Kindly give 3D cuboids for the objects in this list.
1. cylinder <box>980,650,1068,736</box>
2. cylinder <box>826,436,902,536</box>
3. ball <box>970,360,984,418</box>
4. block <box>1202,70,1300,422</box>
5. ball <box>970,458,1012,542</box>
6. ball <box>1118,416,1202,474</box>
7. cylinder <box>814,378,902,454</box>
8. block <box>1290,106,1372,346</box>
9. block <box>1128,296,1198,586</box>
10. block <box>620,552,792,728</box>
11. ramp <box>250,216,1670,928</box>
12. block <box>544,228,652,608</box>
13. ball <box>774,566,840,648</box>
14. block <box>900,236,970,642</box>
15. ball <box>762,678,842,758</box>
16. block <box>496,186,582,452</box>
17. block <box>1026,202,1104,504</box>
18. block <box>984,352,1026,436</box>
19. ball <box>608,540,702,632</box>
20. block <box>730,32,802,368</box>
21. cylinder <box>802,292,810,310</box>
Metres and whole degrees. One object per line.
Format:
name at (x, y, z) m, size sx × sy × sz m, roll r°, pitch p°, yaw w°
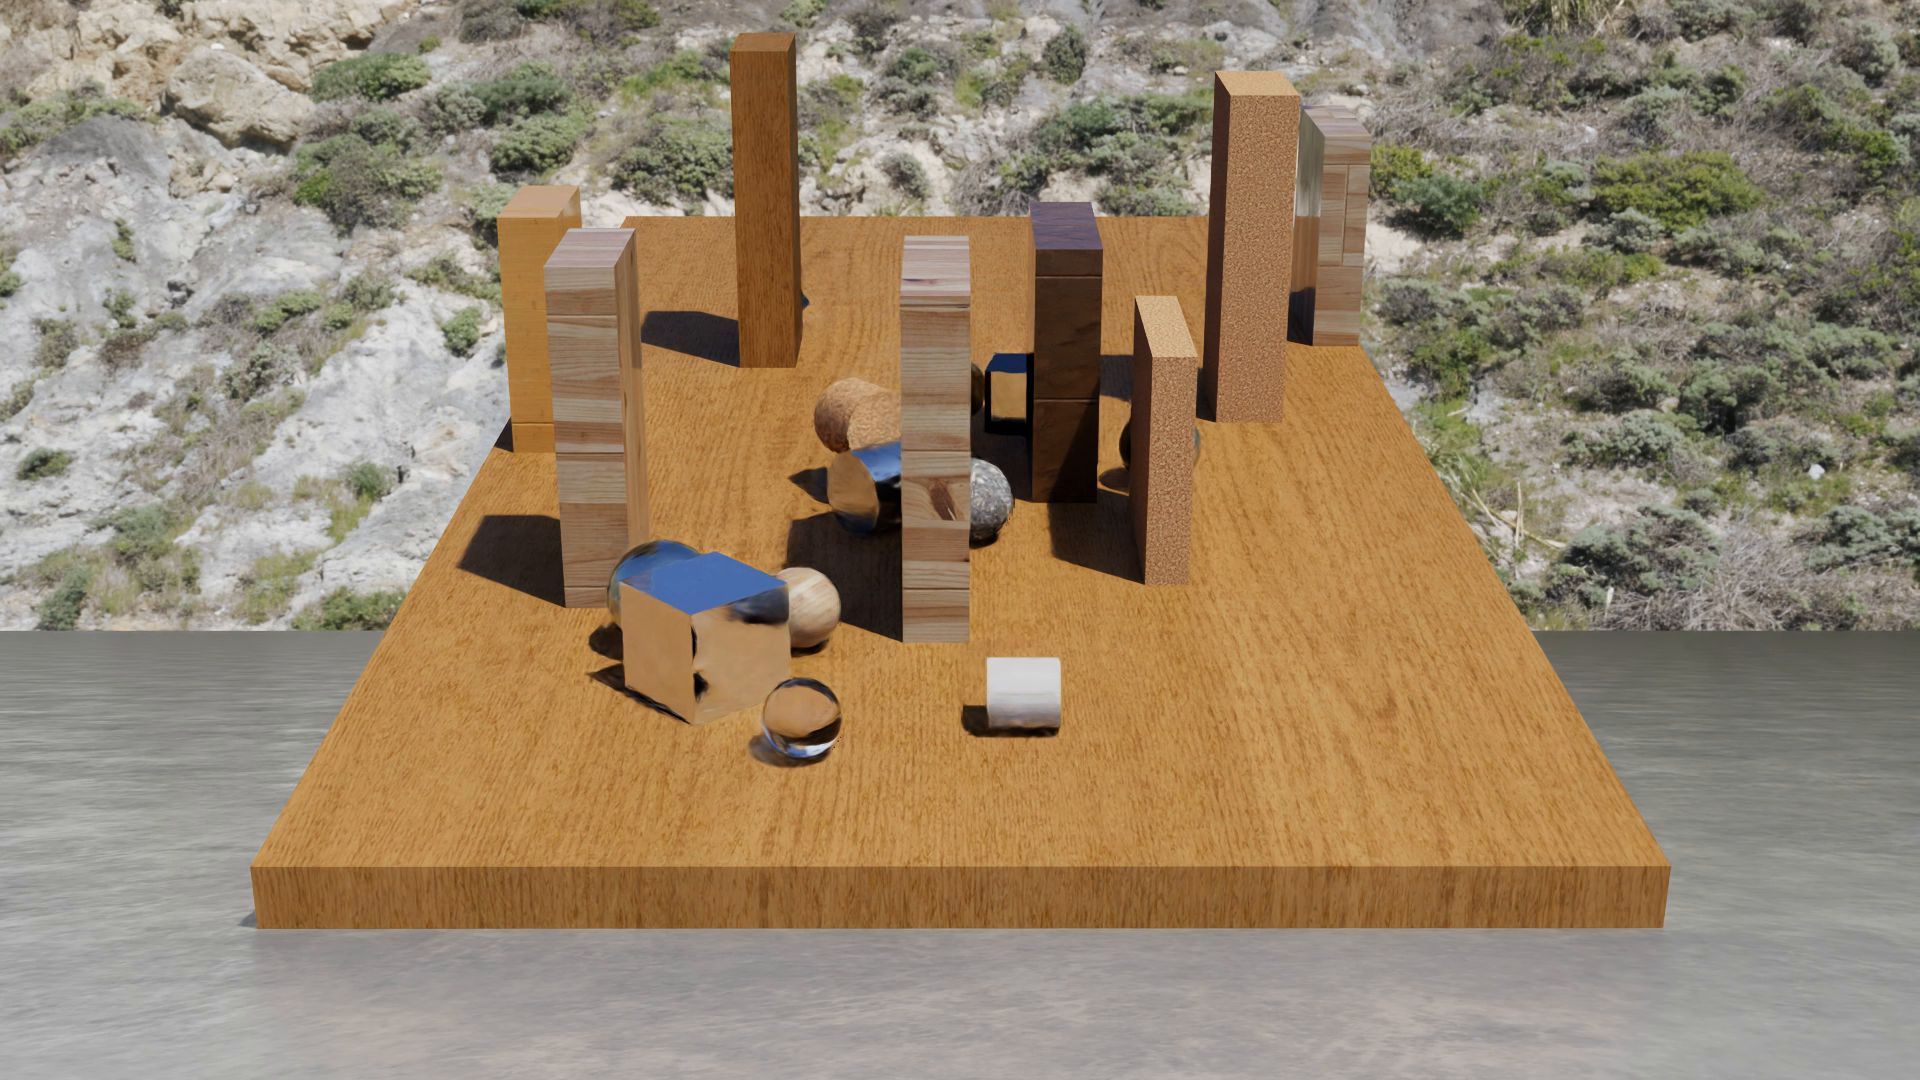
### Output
cylinder at (0.101, 0.242, 3.615) m, size 0.114 × 0.114 × 0.114 m, roll 13°, pitch 0°, yaw 10°
cylinder at (-0.144, -0.107, 4.446) m, size 0.167 × 0.167 × 0.167 m, roll -17°, pitch 8°, yaw -37°
ball at (-0.017, -0.336, 5.060) m, size 0.151 × 0.151 × 0.151 m, roll 0°, pitch -2°, yaw 0°
block at (0.643, -0.654, 5.089) m, size 0.147 × 0.726 × 0.305 m, roll 0°, pitch 21°, yaw 0°
ball at (0.021, -0.078, 4.375) m, size 0.160 × 0.160 × 0.160 m, roll 0°, pitch -2°, yaw 0°
ball at (0.409, -0.192, 4.664) m, size 0.169 × 0.169 × 0.169 m, roll 0°, pitch -2°, yaw 0°
cylinder at (-0.189, -0.235, 4.595) m, size 0.157 × 0.157 × 0.157 m, roll 1°, pitch 13°, yaw -29°
block at (0.927, -0.794, 5.737) m, size 0.113 × 0.520 × 0.406 m, roll 0°, pitch 21°, yaw 0°
block at (0.379, -0.195, 4.304) m, size 0.080 × 0.435 × 0.415 m, roll 0°, pitch 21°, yaw 0°
block at (-0.414, 0.158, 3.721) m, size 0.194 × 0.194 × 0.194 m, roll -18°, pitch 28°, yaw -39°
ramp at (-0.006, -0.216, 5.097) m, size 2.000 × 0.100 × 4.000 m, roll 0°, pitch 21°, yaw 0°
block at (-0.645, -0.220, 4.102) m, size 0.119 × 0.625 × 0.282 m, roll 0°, pitch 21°, yaw 0°
ball at (-0.274, 0.116, 3.907) m, size 0.141 × 0.141 × 0.141 m, roll 0°, pitch -2°, yaw 0°
block at (-0.041, -0.185, 4.025) m, size 0.115 × 0.616 × 0.415 m, roll 0°, pitch 21°, yaw 0°
ball at (-0.244, 0.274, 3.520) m, size 0.125 × 0.125 × 0.125 m, roll 0°, pitch -2°, yaw 0°
block at (-0.892, -0.480, 4.929) m, size 0.124 × 0.511 × 0.306 m, roll 0°, pitch 21°, yaw 0°
block at (0.210, -0.392, 4.693) m, size 0.131 × 0.522 × 0.413 m, roll 0°, pitch 21°, yaw 0°
block at (0.136, -0.320, 5.031) m, size 0.143 × 0.143 × 0.143 m, roll 4°, pitch 21°, yaw 10°
ball at (-0.504, 0.095, 3.889) m, size 0.191 × 0.191 × 0.191 m, roll 0°, pitch -2°, yaw 0°
block at (-0.459, -0.811, 5.455) m, size 0.133 × 0.750 × 0.275 m, roll 0°, pitch 21°, yaw 0°
cylinder at (-0.457, -0.610, 5.753) m, size 0.117 × 0.117 × 0.117 m, roll -34°, pitch -4°, yaw 2°
